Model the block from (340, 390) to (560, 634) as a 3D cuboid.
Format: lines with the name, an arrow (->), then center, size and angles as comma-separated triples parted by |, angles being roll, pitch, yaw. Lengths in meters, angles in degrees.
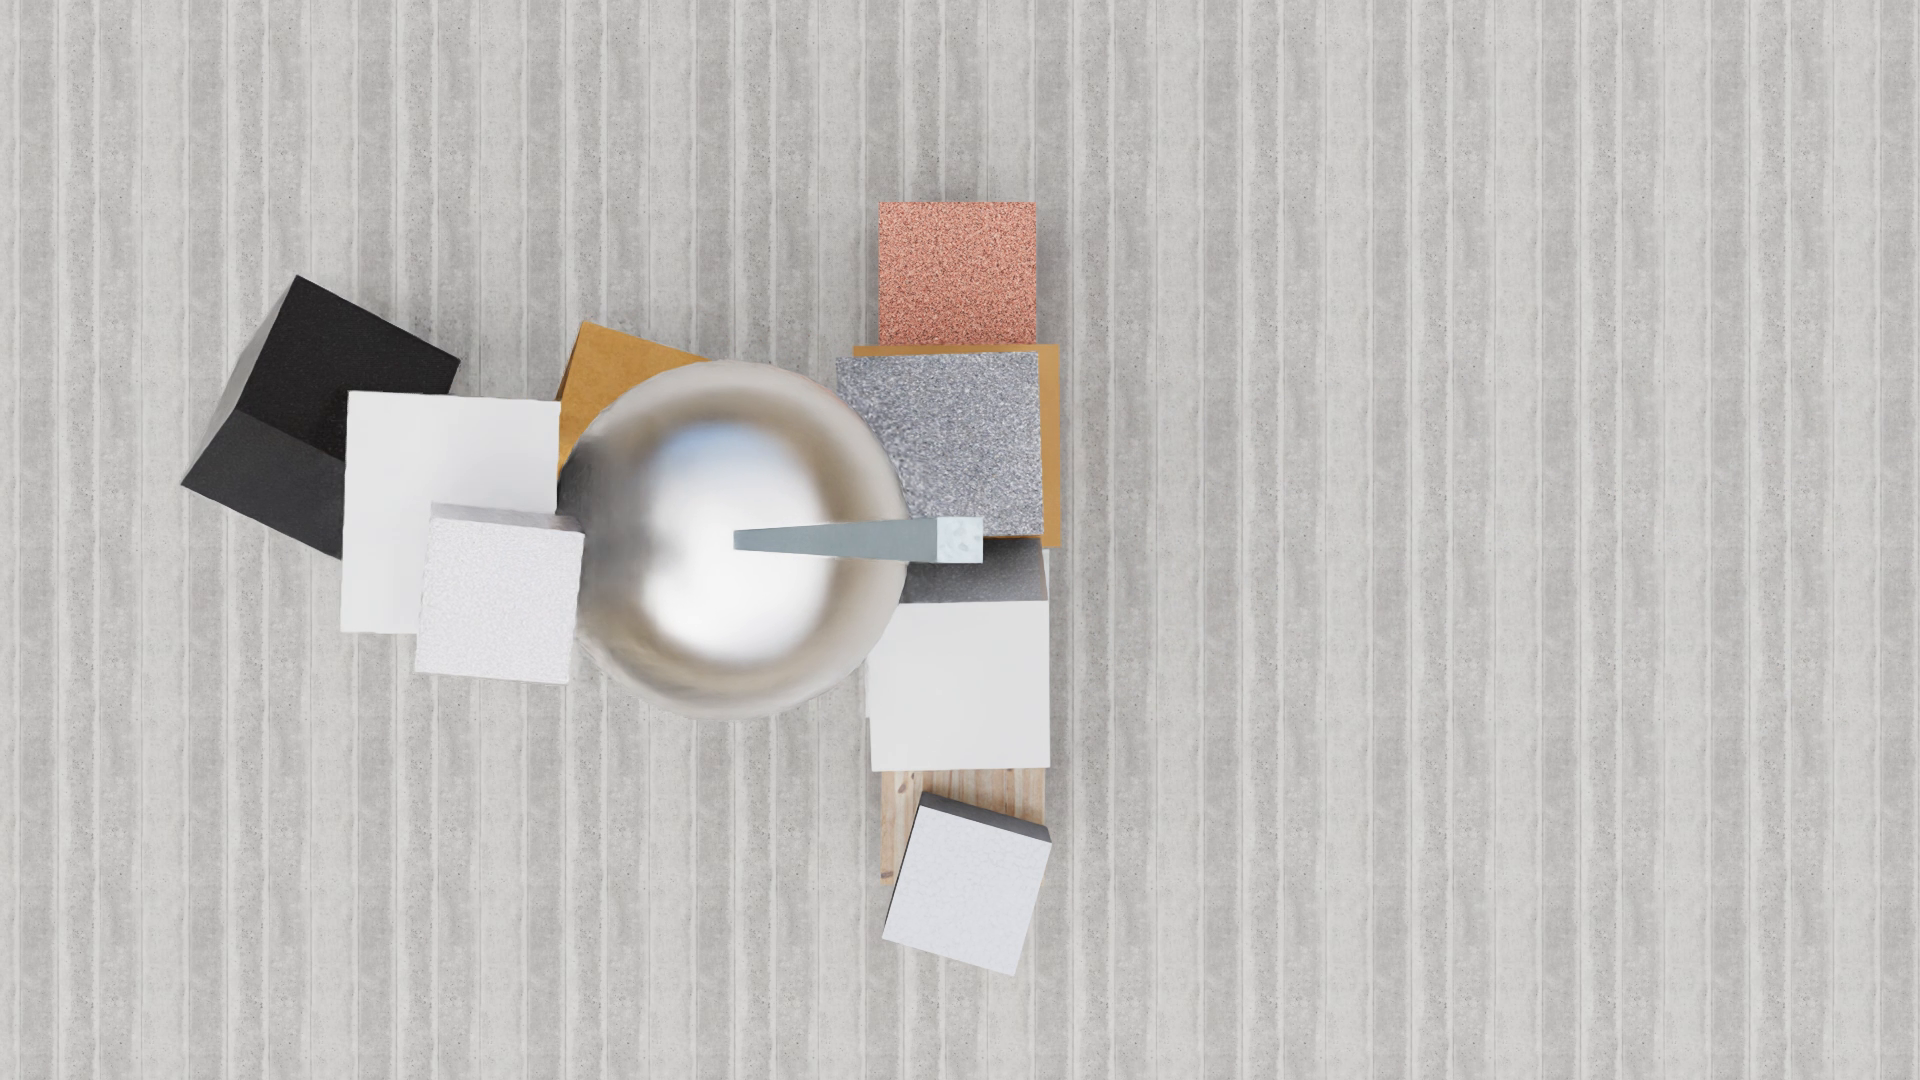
block -> -2.095, -0.124, 9.068 | 0.806, 0.938, 0.935 | 2, 93, -13

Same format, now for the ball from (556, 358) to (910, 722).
ball -> -1.019, 0.000, 9.751 | 1.600, 1.600, 1.600 | 0, 90, 0

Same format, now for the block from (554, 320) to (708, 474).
block -> -1.884, -0.536, 12.086 | 0.738, 0.851, 0.821 | 17, 55, -13

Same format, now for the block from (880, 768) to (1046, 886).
block -> 0.017, 1.441, 12.516 | 0.895, 0.968, 0.899 | 0, 90, 0

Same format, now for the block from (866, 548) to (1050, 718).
block -> -0.015, 0.513, 12.543 | 1.010, 0.914, 0.924 | 0, 90, 0

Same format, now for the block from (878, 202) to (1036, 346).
block -> -0.014, -1.470, 12.631 | 0.876, 0.738, 0.829 | 0, 90, 0

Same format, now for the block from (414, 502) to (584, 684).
block -> -1.732, 0.191, 8.243 | 0.547, 0.592, 0.559 | 6, 95, -14

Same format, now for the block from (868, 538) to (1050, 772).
block -> -0.008, 0.585, 11.499 | 0.909, 0.917, 0.914 | -1, 110, 0

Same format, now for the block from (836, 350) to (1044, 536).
block -> -0.100, -0.463, 11.320 | 0.999, 0.948, 0.906 | -2, 90, 0

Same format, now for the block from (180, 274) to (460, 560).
block -> -3.494, -0.648, 12.044 | 0.980, 0.923, 0.939 | 28, 52, -22

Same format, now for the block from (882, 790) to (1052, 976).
block -> 0.036, 1.812, 11.693 | 0.711, 0.679, 0.714 | 16, 90, 0

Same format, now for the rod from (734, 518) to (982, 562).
rod -> -0.442, 0.000, 6.400 | 0.080, 5.200, 0.080 | 0, 90, -10

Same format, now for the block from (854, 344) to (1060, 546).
block -> -0.016, -0.502, 12.397 | 1.104, 1.206, 1.086 | 0, 90, 0
